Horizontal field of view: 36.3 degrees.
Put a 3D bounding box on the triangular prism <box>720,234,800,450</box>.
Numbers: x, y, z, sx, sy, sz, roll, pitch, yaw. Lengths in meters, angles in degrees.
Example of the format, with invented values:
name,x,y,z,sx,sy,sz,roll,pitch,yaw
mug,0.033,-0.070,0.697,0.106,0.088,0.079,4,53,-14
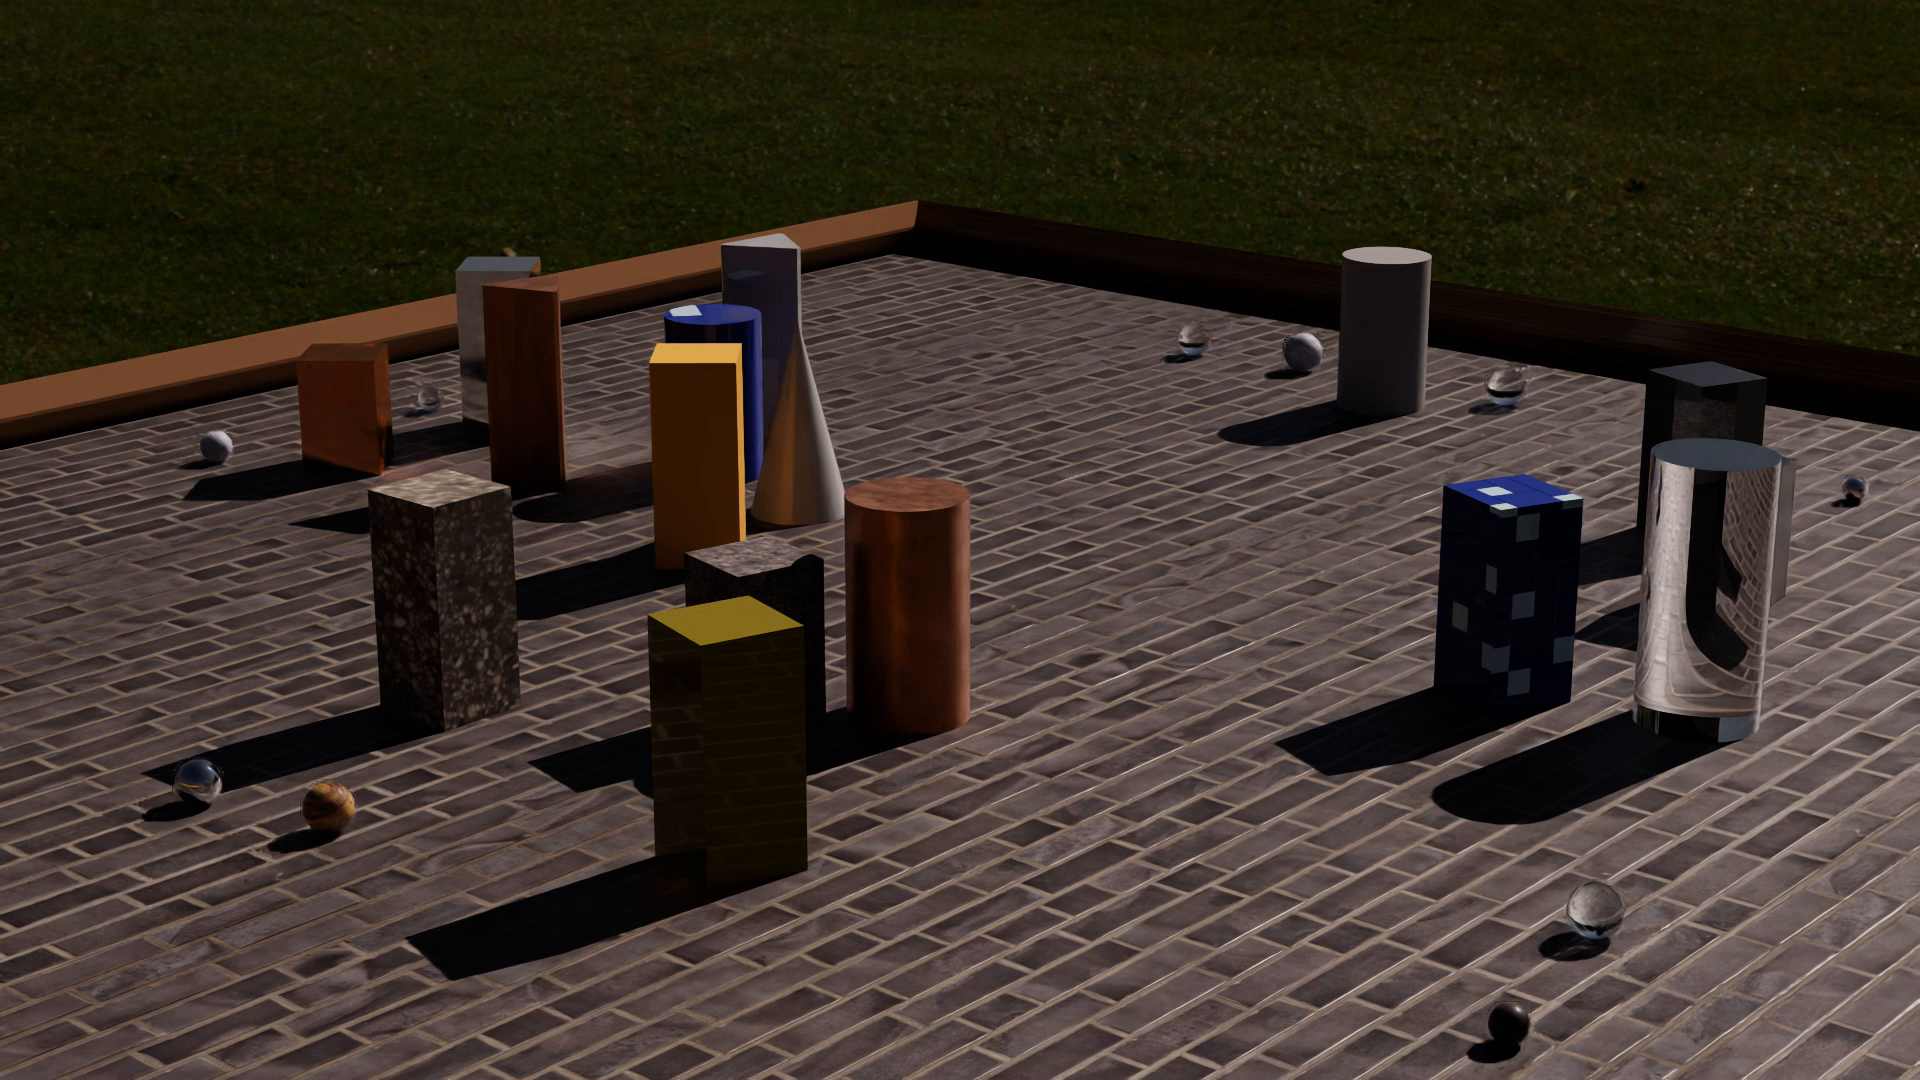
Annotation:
name,x,y,z,sx,sy,sz,roll,pitch,yaw
triangular prism,-0.388,-0.410,6.063,0.166,0.426,0.144,4,17,13

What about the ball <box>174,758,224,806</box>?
name,x,y,z,sx,sy,sz,roll,pitch,yaw
ball,-1.086,0.346,4.181,0.068,0.068,0.068,0,17,0

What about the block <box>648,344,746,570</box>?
name,x,y,z,sx,sy,sz,roll,pitch,yaw
block,-0.471,-0.152,5.286,0.153,0.380,0.153,0,17,0

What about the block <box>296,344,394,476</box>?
name,x,y,z,sx,sy,sz,roll,pitch,yaw
block,-1.237,-0.264,5.907,0.153,0.236,0.153,0,17,0

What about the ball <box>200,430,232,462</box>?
name,x,y,z,sx,sy,sz,roll,pitch,yaw
ball,-1.512,-0.190,5.961,0.065,0.065,0.065,0,17,0

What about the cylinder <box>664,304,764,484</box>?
name,x,y,z,sx,sy,sz,roll,pitch,yaw
cylinder,-0.488,-0.288,5.830,0.191,0.328,0.191,0,17,0

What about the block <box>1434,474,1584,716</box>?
name,x,y,z,sx,sy,sz,roll,pitch,yaw
block,0.856,0.084,4.587,0.153,0.333,0.153,-8,18,-24

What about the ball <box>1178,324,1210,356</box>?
name,x,y,z,sx,sy,sz,roll,pitch,yaw
ball,0.548,-0.469,6.862,0.077,0.077,0.077,0,17,0

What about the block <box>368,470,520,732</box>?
name,x,y,z,sx,sy,sz,roll,pitch,yaw
block,-0.794,0.091,4.524,0.153,0.356,0.153,14,22,38

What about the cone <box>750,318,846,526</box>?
name,x,y,z,sx,sy,sz,roll,pitch,yaw
cone,-0.306,-0.237,5.571,0.191,0.380,0.191,0,17,0

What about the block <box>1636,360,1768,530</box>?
name,x,y,z,sx,sy,sz,roll,pitch,yaw
block,1.378,-0.161,5.450,0.153,0.304,0.153,-8,19,-26

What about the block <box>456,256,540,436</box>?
name,x,y,z,sx,sy,sz,roll,pitch,yaw
block,-0.966,-0.408,6.183,0.153,0.353,0.153,0,17,1

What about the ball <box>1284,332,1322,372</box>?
name,x,y,z,sx,sy,sz,roll,pitch,yaw
ball,0.786,-0.431,6.715,0.089,0.089,0.089,0,17,0

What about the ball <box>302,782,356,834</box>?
name,x,y,z,sx,sy,sz,roll,pitch,yaw
ball,-0.879,0.373,4.081,0.072,0.072,0.072,0,17,0

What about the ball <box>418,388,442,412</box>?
name,x,y,z,sx,sy,sz,roll,pitch,yaw
ball,-1.150,-0.305,6.361,0.053,0.053,0.053,0,17,0

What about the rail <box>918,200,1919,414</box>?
name,x,y,z,sx,sy,sz,roll,pitch,yaw
rail,1.500,-0.468,6.775,4.322,0.124,0.045,14,22,39

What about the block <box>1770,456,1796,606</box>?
name,x,y,z,sx,sy,sz,roll,pitch,yaw
block,1.333,-0.015,5.063,0.153,0.248,0.153,12,20,34

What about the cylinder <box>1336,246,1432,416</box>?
name,x,y,z,sx,sy,sz,roll,pitch,yaw
cylinder,0.921,-0.455,6.372,0.191,0.333,0.191,0,17,0

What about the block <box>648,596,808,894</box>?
name,x,y,z,sx,sy,sz,roll,pitch,yaw
block,-0.311,0.273,3.937,0.153,0.348,0.153,-10,20,-31

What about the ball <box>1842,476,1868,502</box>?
name,x,y,z,sx,sy,sz,roll,pitch,yaw
ball,1.735,-0.099,5.684,0.049,0.049,0.049,0,17,0

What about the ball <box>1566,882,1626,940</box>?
name,x,y,z,sx,sy,sz,roll,pitch,yaw
ball,0.812,0.474,3.746,0.074,0.074,0.074,0,17,0

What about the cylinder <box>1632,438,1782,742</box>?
name,x,y,z,sx,sy,sz,roll,pitch,yaw
cylinder,1.134,0.075,4.459,0.191,0.425,0.191,0,17,0

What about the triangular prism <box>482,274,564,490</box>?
name,x,y,z,sx,sy,sz,roll,pitch,yaw
triangular prism,-0.828,-0.317,5.805,0.166,0.397,0.144,7,18,22

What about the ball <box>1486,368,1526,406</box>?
name,x,y,z,sx,sy,sz,roll,pitch,yaw
ball,1.193,-0.334,6.400,0.085,0.085,0.085,0,17,0

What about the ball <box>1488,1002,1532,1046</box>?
name,x,y,z,sx,sy,sz,roll,pitch,yaw
ball,0.649,0.572,3.461,0.051,0.051,0.051,0,17,0

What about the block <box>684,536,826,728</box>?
name,x,y,z,sx,sy,sz,roll,pitch,yaw
block,-0.313,0.150,4.489,0.153,0.263,0.153,-12,21,-35

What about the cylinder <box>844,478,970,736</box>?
name,x,y,z,sx,sy,sz,roll,pitch,yaw
cylinder,-0.080,0.101,4.492,0.191,0.356,0.191,0,17,0

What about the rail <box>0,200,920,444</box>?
name,x,y,z,sx,sy,sz,roll,pitch,yaw
rail,-1.614,-0.374,6.462,0.045,0.124,4.624,14,22,39
